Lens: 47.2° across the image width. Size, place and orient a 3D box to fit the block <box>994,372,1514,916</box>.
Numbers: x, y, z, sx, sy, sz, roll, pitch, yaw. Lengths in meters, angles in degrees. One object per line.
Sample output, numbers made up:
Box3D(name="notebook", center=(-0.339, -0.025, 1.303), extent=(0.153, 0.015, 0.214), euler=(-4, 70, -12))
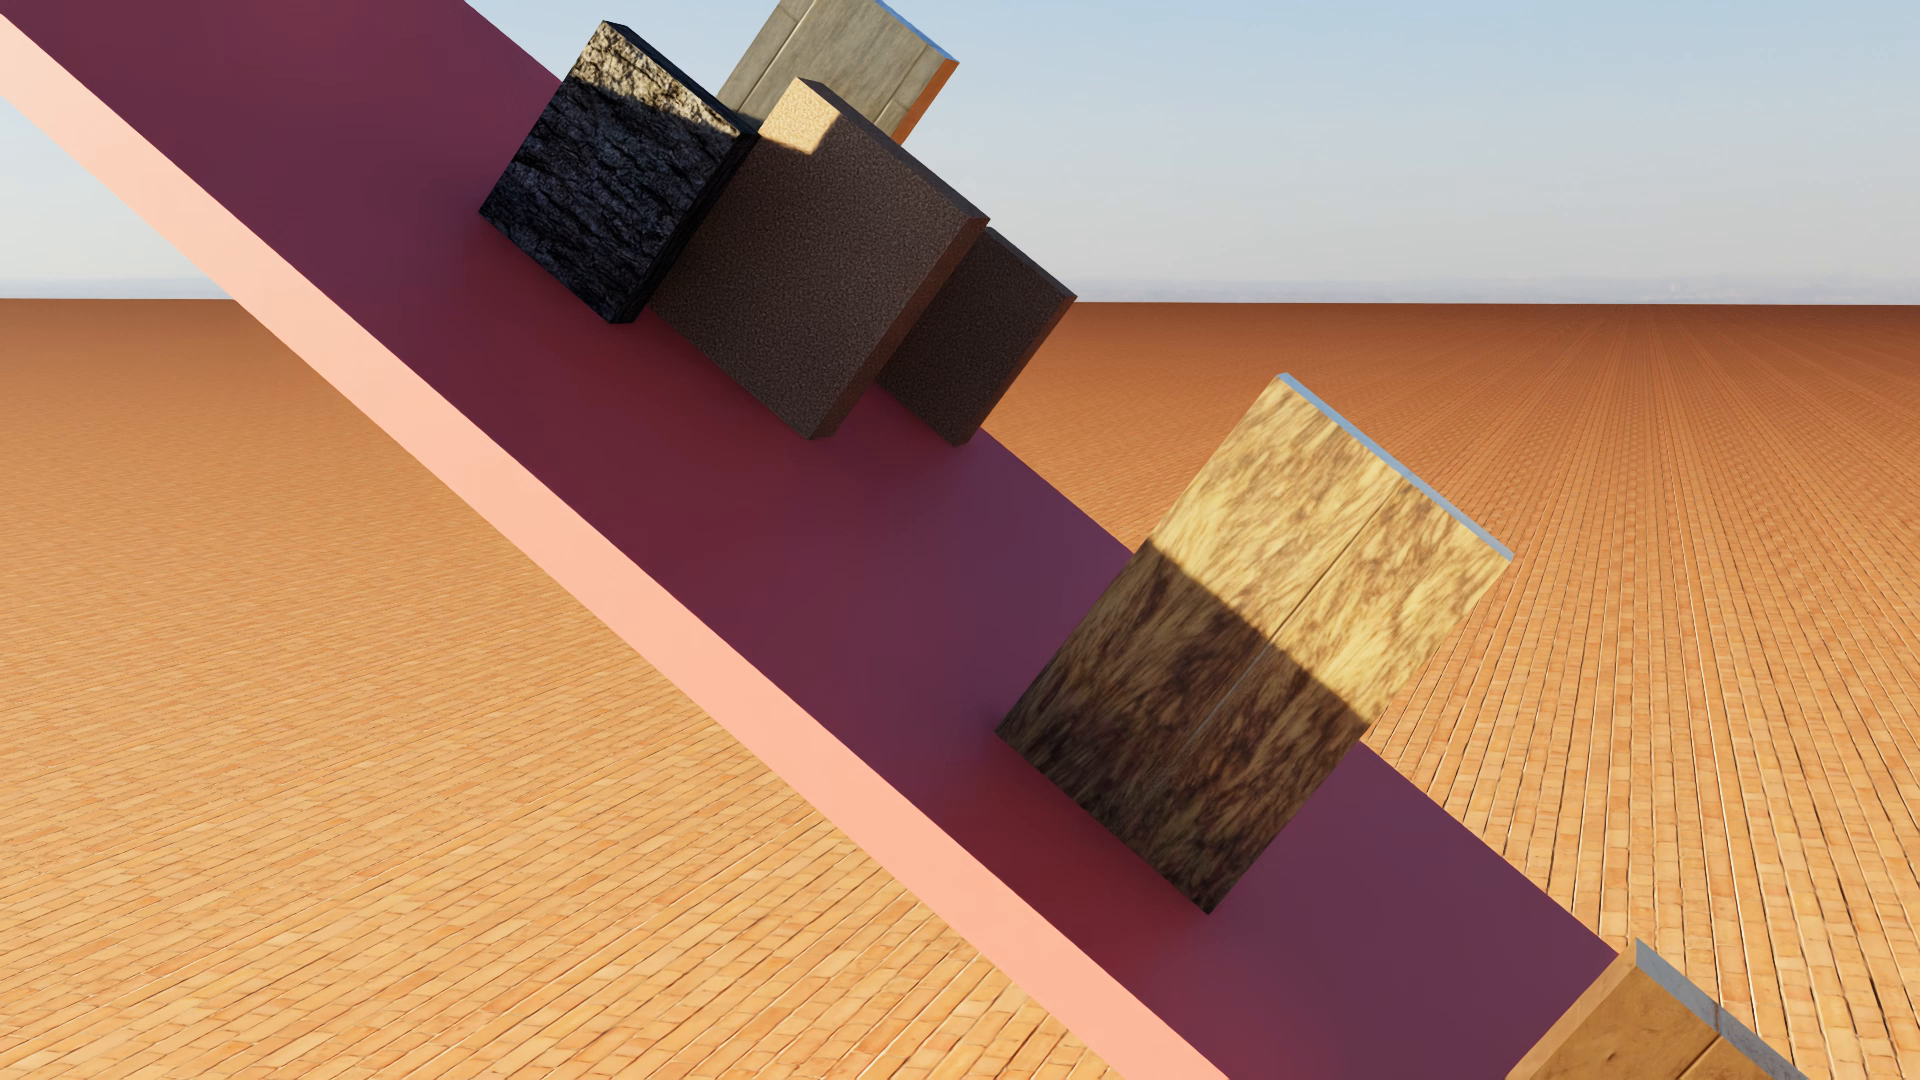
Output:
Box3D(name="block", center=(0.444, 0.162, 3.393), extent=(0.439, 0.718, 0.105), euler=(40, 16, 9))

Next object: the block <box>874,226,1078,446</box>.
Box3D(name="block", center=(0.027, -0.441, 4.760), extent=(0.245, 0.408, 0.099), euler=(40, 16, 9))

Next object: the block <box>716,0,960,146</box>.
Box3D(name="block", center=(-0.344, -0.813, 4.518), extent=(0.353, 0.675, 0.096), euler=(40, 16, 9))

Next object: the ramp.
Box3D(name="ramp", center=(-0.037, 0.093, 4.057), extent=(4.000, 0.100, 2.000), euler=(40, 16, 9))

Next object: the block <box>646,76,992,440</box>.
Box3D(name="block", center=(-0.274, -0.527, 4.149), extent=(0.423, 0.521, 0.138), euler=(40, 16, 9))

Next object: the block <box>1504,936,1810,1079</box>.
Box3D(name="block", center=(0.934, 0.863, 2.953), extent=(0.445, 0.458, 0.133), euler=(40, 16, 9))

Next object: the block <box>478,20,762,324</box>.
Box3D(name="block", center=(-0.617, -0.660, 3.969), extent=(0.329, 0.423, 0.099), euler=(40, 16, 9))
